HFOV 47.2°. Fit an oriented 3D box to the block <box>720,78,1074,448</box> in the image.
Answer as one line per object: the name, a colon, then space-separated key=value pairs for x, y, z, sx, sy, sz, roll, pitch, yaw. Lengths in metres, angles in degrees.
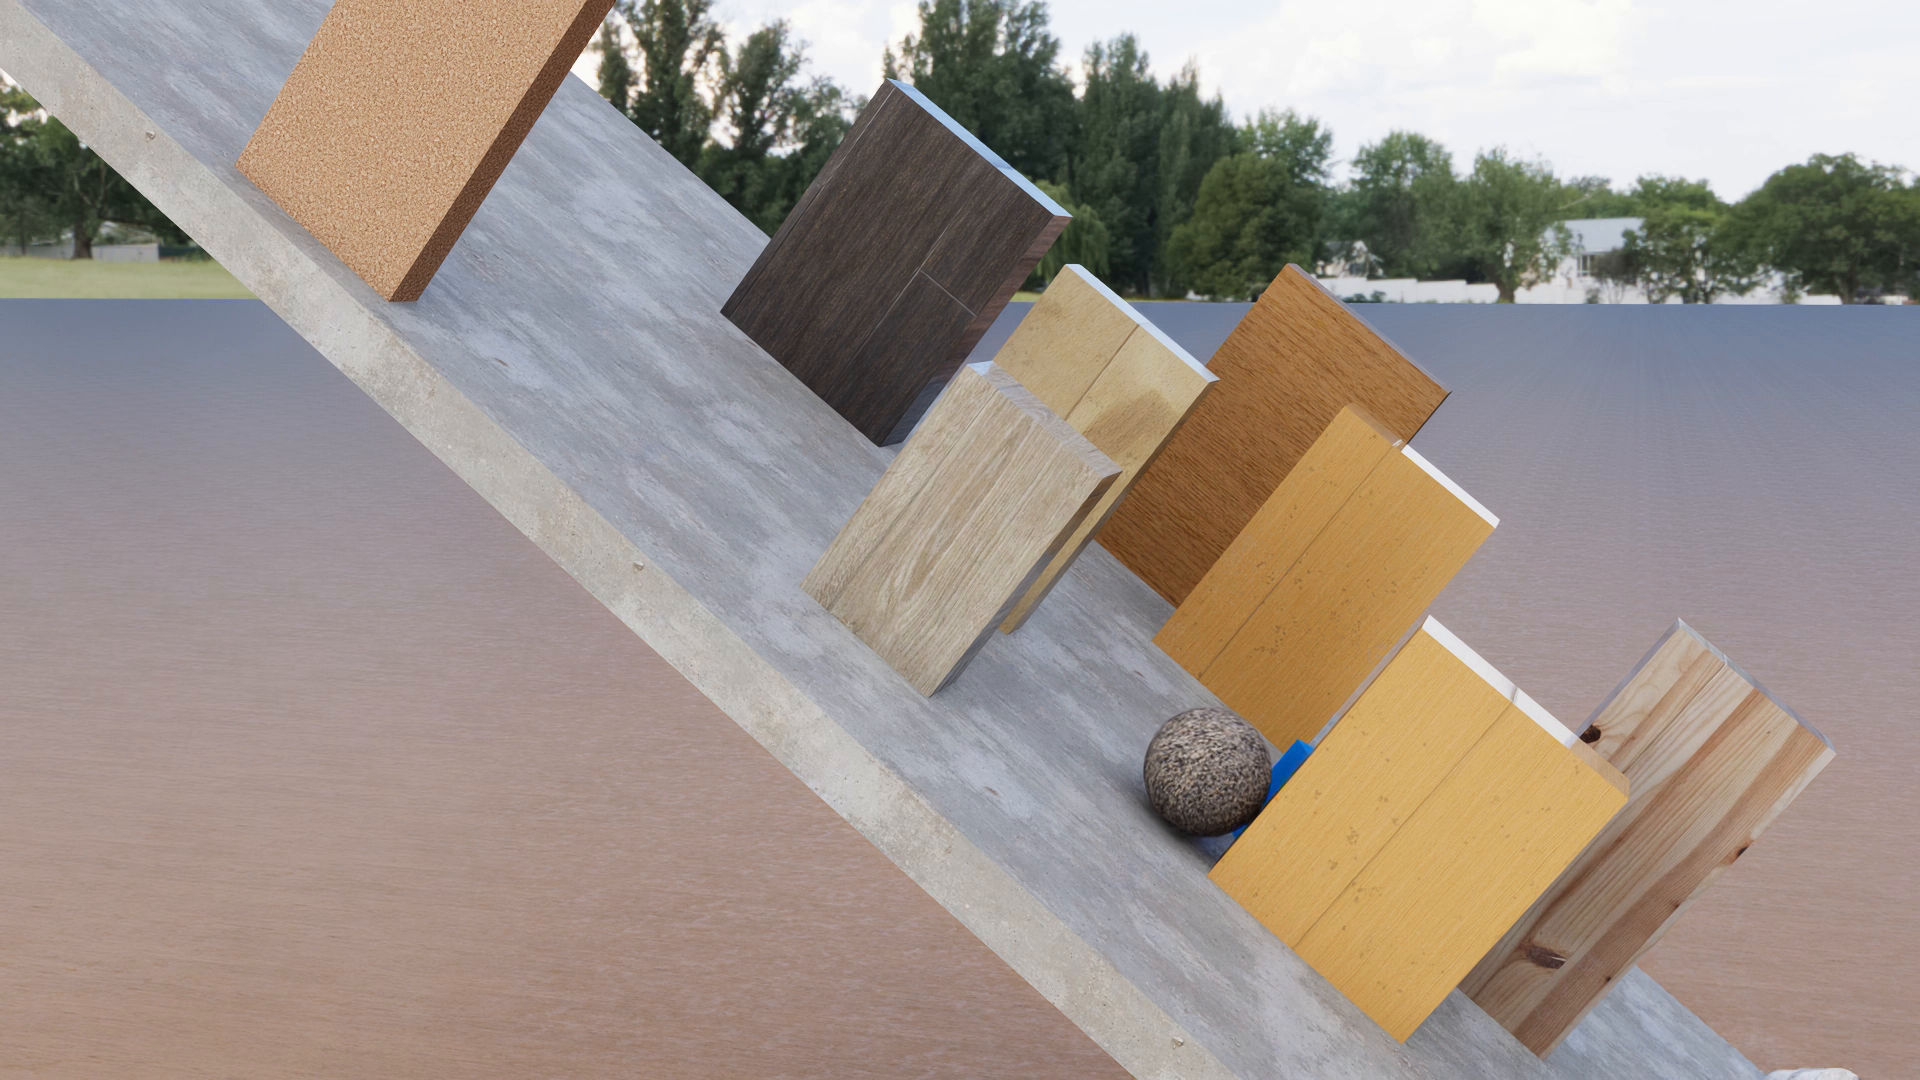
block: x=-0.129 y=-0.541 z=4.323 sx=0.425 sy=0.570 sz=0.145 roll=40 pitch=16 yaw=9

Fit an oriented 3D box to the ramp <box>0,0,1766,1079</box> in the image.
ramp: x=-0.026 y=0.079 z=4.052 sx=4.000 sy=0.100 sz=2.000 roll=40 pitch=16 yaw=9

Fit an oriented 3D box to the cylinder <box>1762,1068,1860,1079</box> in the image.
cylinder: x=1.638 y=1.094 z=4.218 sx=0.156 sy=0.156 sz=0.156 roll=-2 pitch=-13 yaw=-19

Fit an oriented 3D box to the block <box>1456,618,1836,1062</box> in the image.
block: x=1.123 y=0.519 z=3.796 sx=0.323 sy=0.729 sz=0.109 roll=40 pitch=16 yaw=9

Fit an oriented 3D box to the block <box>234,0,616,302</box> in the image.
block: x=-0.763 y=-0.728 z=3.255 sx=0.330 sy=0.689 sz=0.082 roll=40 pitch=16 yaw=9

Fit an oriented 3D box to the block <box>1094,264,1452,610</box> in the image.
block: x=0.648 y=-0.173 z=4.709 sx=0.428 sy=0.719 sz=0.129 roll=40 pitch=16 yaw=9

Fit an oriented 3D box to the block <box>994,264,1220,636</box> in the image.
block: x=0.146 y=-0.157 z=3.850 sx=0.319 sy=0.571 sz=0.102 roll=40 pitch=16 yaw=9

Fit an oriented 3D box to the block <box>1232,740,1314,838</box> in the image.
block: x=0.614 y=0.501 z=3.723 sx=0.195 sy=0.195 sz=0.195 roll=29 pitch=18 yaw=-28

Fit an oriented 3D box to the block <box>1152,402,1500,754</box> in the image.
block: x=0.723 y=0.082 z=4.367 sx=0.368 sy=0.608 sz=0.149 roll=40 pitch=16 yaw=9

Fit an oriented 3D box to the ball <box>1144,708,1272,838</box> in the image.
ball: x=0.404 y=0.378 z=3.583 sx=0.209 sy=0.209 sz=0.209 roll=0 pitch=7 yaw=0

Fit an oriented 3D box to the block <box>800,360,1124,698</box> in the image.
block: x=0.001 y=-0.018 z=3.391 sx=0.267 sy=0.440 sz=0.137 roll=40 pitch=16 yaw=9

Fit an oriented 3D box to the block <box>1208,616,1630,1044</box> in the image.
block: x=0.719 y=0.455 z=3.468 sx=0.398 sy=0.529 sz=0.136 roll=40 pitch=16 yaw=9
